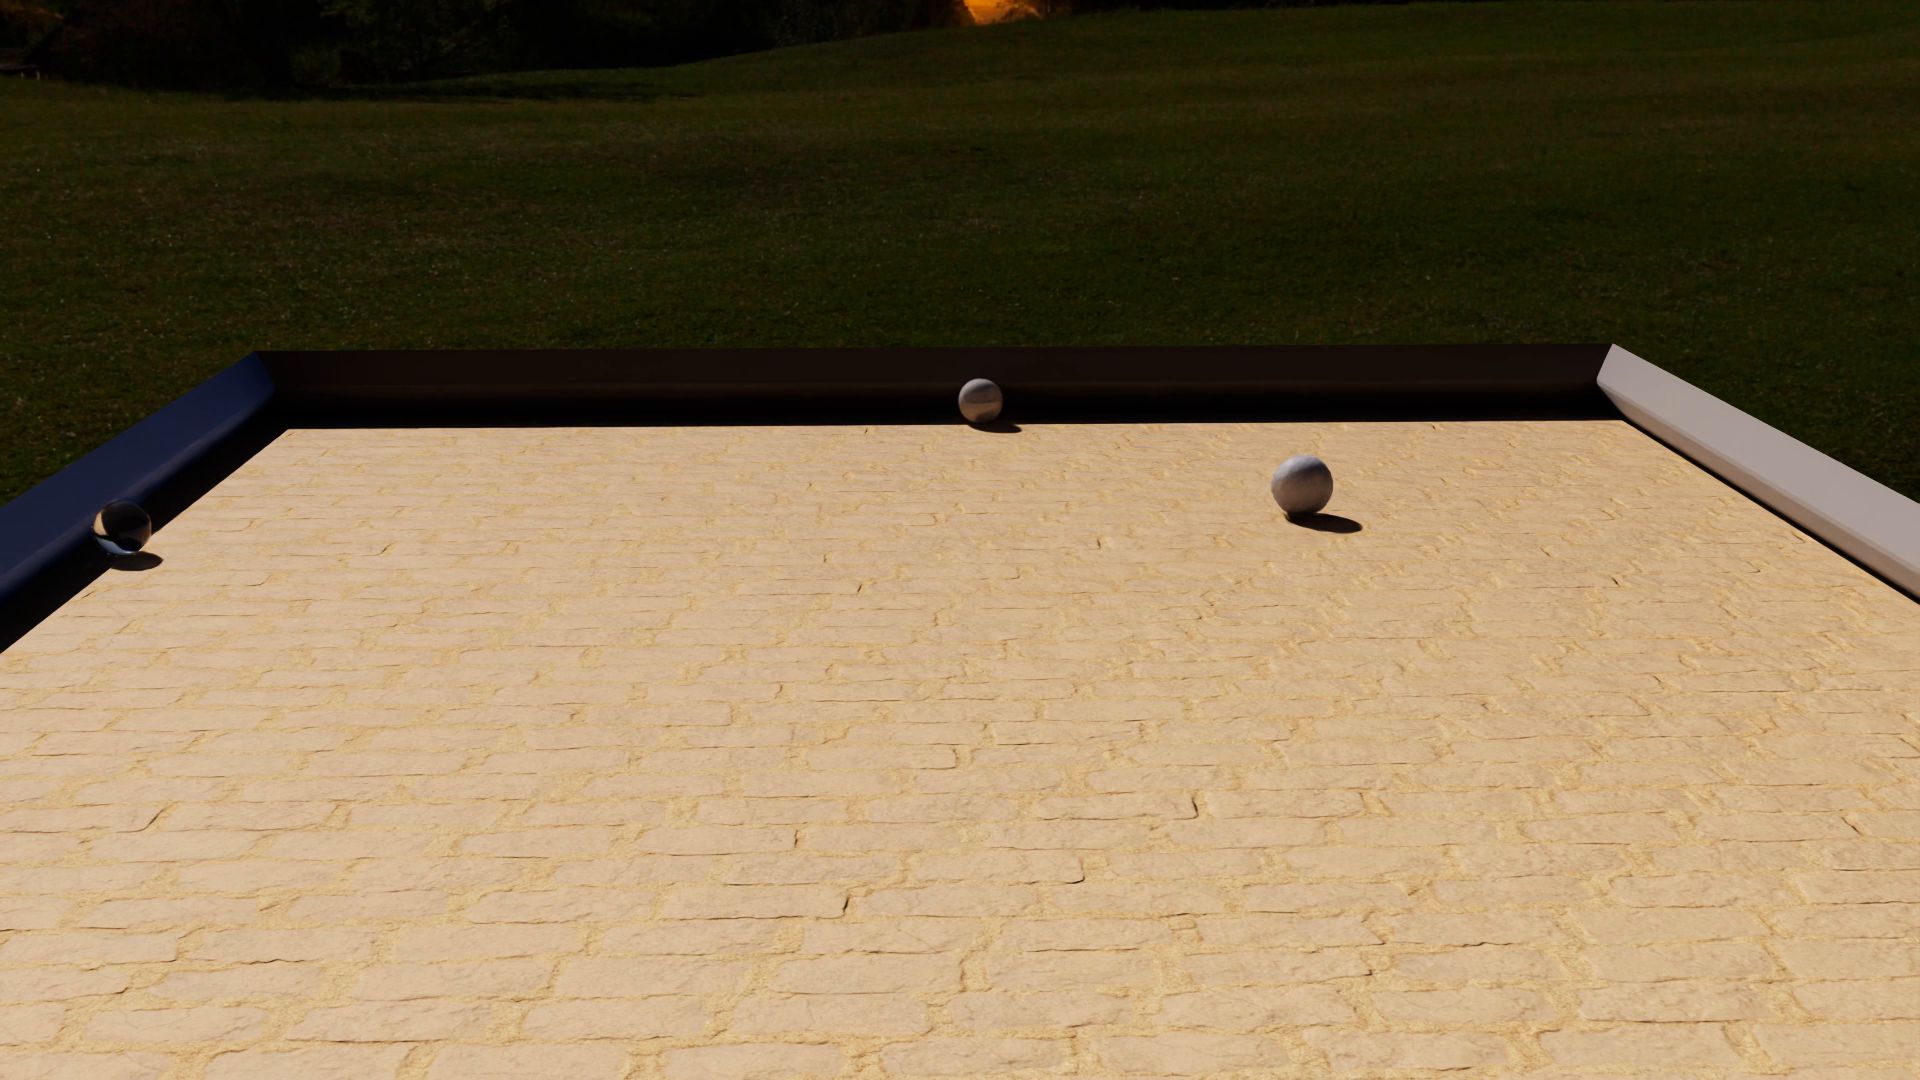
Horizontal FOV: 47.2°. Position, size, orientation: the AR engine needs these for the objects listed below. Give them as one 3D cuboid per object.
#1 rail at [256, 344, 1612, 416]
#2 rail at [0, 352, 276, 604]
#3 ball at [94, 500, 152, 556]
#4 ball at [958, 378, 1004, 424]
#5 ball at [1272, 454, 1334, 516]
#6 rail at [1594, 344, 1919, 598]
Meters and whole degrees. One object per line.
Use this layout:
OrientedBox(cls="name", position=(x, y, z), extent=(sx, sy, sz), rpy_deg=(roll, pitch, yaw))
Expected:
OrientedBox(cls="rail", position=(-0.034, -0.286, 3.975), extent=(2.463, 0.118, 0.045), rpy_deg=(0, 15, -2))
OrientedBox(cls="rail", position=(-1.172, 0.269, 1.863), extent=(0.045, 0.118, 4.339), rpy_deg=(0, 15, -2))
OrientedBox(cls="ball", position=(-1.156, -0.016, 3.035), extent=(0.075, 0.075, 0.075), rpy_deg=(0, 15, 0))
OrientedBox(cls="ball", position=(0.037, -0.247, 3.905), extent=(0.080, 0.080, 0.080), rpy_deg=(0, 15, 0))
OrientedBox(cls="ball", position=(0.506, -0.081, 3.250), extent=(0.091, 0.091, 0.091), rpy_deg=(0, 15, 0))
OrientedBox(cls="rail", position=(1.242, 0.249, 1.938), extent=(0.045, 0.118, 4.339), rpy_deg=(0, 15, -2))
